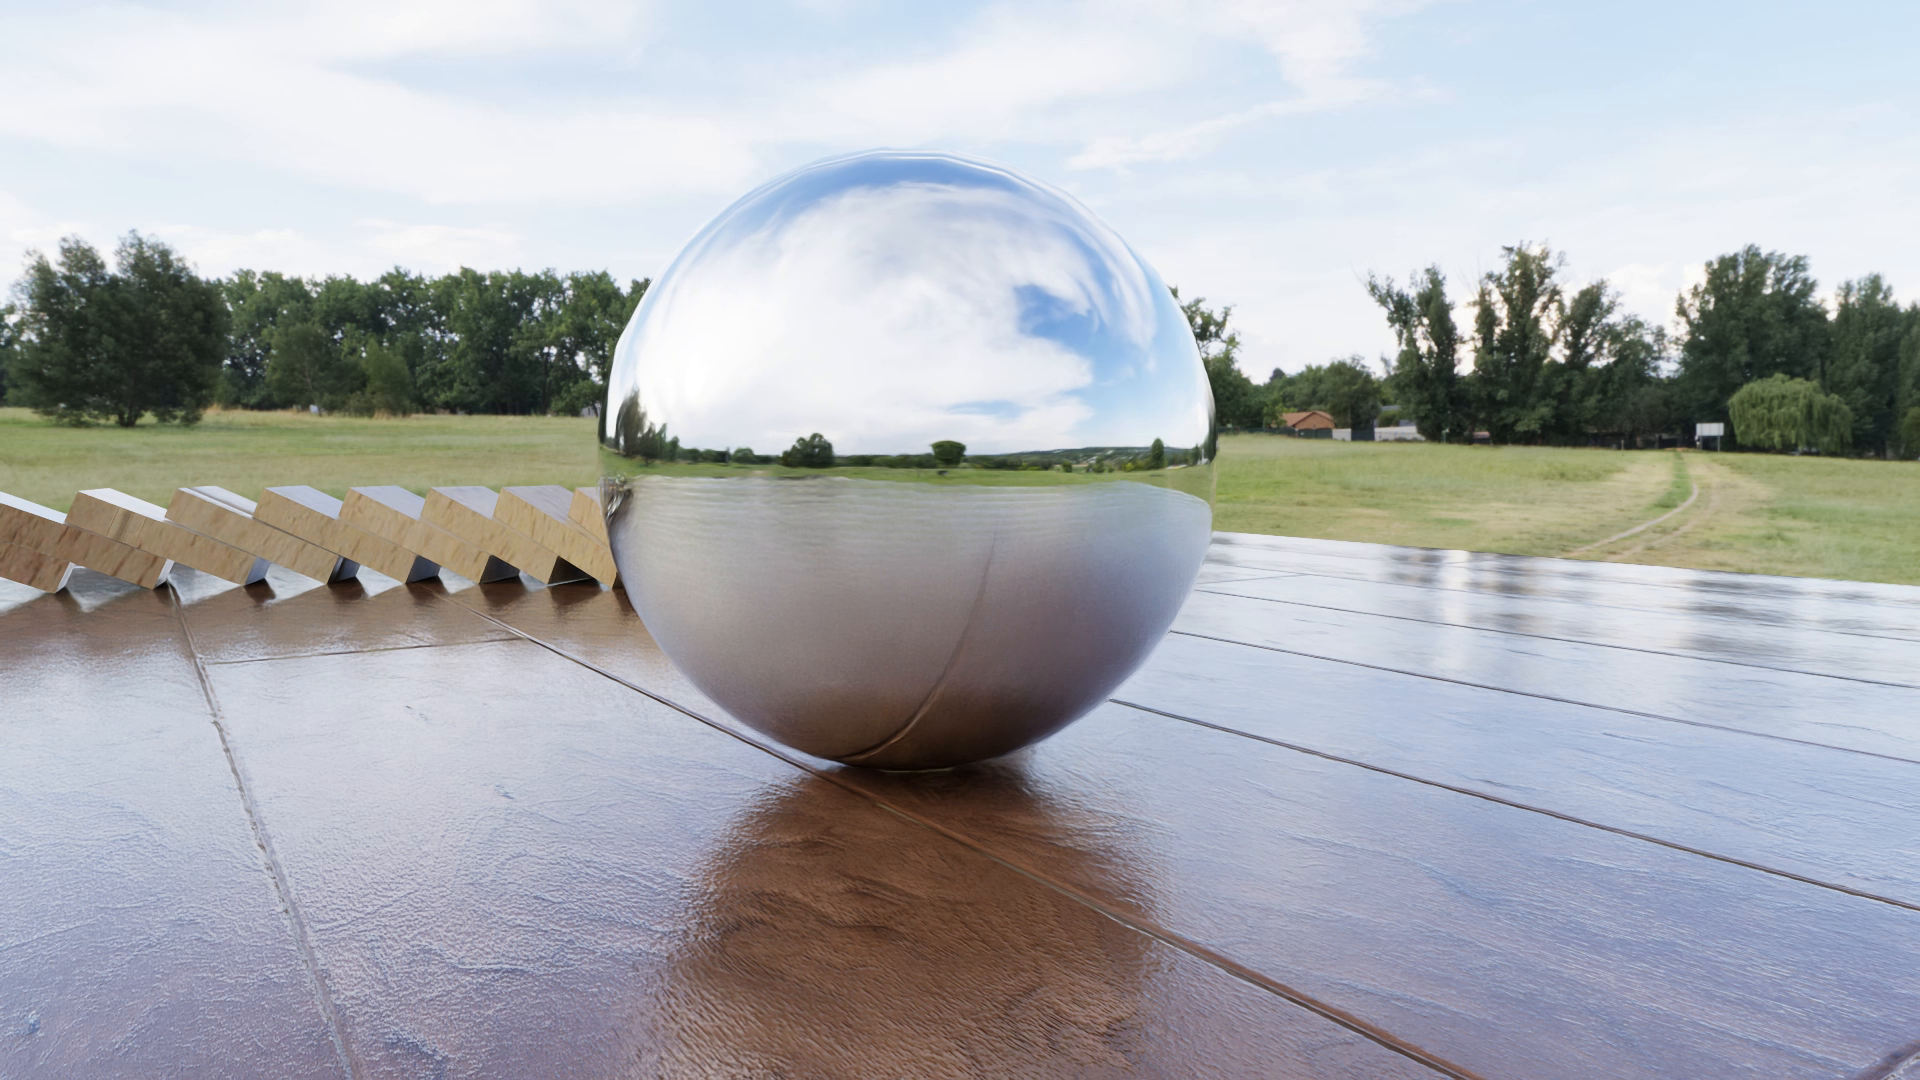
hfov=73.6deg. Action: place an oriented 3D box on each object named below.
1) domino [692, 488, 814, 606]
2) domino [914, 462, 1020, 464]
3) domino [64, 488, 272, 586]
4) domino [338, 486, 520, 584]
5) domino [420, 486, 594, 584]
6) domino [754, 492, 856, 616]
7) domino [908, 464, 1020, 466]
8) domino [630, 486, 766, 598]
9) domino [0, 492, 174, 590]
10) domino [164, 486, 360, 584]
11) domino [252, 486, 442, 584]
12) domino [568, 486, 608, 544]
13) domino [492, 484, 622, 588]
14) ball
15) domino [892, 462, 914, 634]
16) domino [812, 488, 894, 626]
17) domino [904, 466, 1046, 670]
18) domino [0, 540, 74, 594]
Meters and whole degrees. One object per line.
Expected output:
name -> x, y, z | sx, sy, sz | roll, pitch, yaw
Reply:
domino -> -0.052, 0.001, 0.360 | 0.025, 0.010, 0.050 | -4, 30, -41
domino -> 0.002, 0.002, 0.289 | 0.025, 0.009, 0.050 | 0, 42, -3
domino -> -0.238, -0.001, 0.389 | 0.050, 0.009, 0.025 | 24, -2, -16
domino -> -0.165, -0.002, 0.404 | 0.050, 0.010, 0.025 | 25, 7, 6
domino -> -0.140, -0.002, 0.403 | 0.050, 0.009, 0.025 | 26, 11, 15
domino -> -0.034, 0.002, 0.342 | 0.025, 0.010, 0.050 | -3, 29, -31
domino -> 0.002, 0.003, 0.273 | 0.025, 0.009, 0.050 | 0, 42, -4
domino -> -0.071, 0.000, 0.375 | 0.050, 0.010, 0.025 | 34, 25, 35
domino -> -0.260, 0.000, 0.376 | 0.050, 0.009, 0.025 | 24, -6, -24
domino -> -0.214, -0.002, 0.398 | 0.050, 0.009, 0.025 | 24, 1, -8
domino -> -0.190, -0.002, 0.402 | 0.050, 0.010, 0.025 | 24, 4, -2
domino -> -0.092, -0.001, 0.388 | 0.050, 0.009, 0.025 | 31, 20, 29
domino -> -0.116, -0.002, 0.397 | 0.050, 0.009, 0.025 | 28, 15, 20
ball -> -0.006, -0.010, 0.169 | 0.080, 0.080, 0.080 | 0, 4, 0
domino -> -0.003, 0.001, 0.304 | 0.025, 0.009, 0.050 | 0, 42, -4
domino -> -0.019, 0.003, 0.323 | 0.025, 0.009, 0.050 | -2, 31, -22
domino -> 0.002, 0.004, 0.257 | 0.025, 0.009, 0.050 | 0, 41, -4
domino -> -0.281, 0.001, 0.363 | 0.050, 0.009, 0.025 | 25, -9, -28
